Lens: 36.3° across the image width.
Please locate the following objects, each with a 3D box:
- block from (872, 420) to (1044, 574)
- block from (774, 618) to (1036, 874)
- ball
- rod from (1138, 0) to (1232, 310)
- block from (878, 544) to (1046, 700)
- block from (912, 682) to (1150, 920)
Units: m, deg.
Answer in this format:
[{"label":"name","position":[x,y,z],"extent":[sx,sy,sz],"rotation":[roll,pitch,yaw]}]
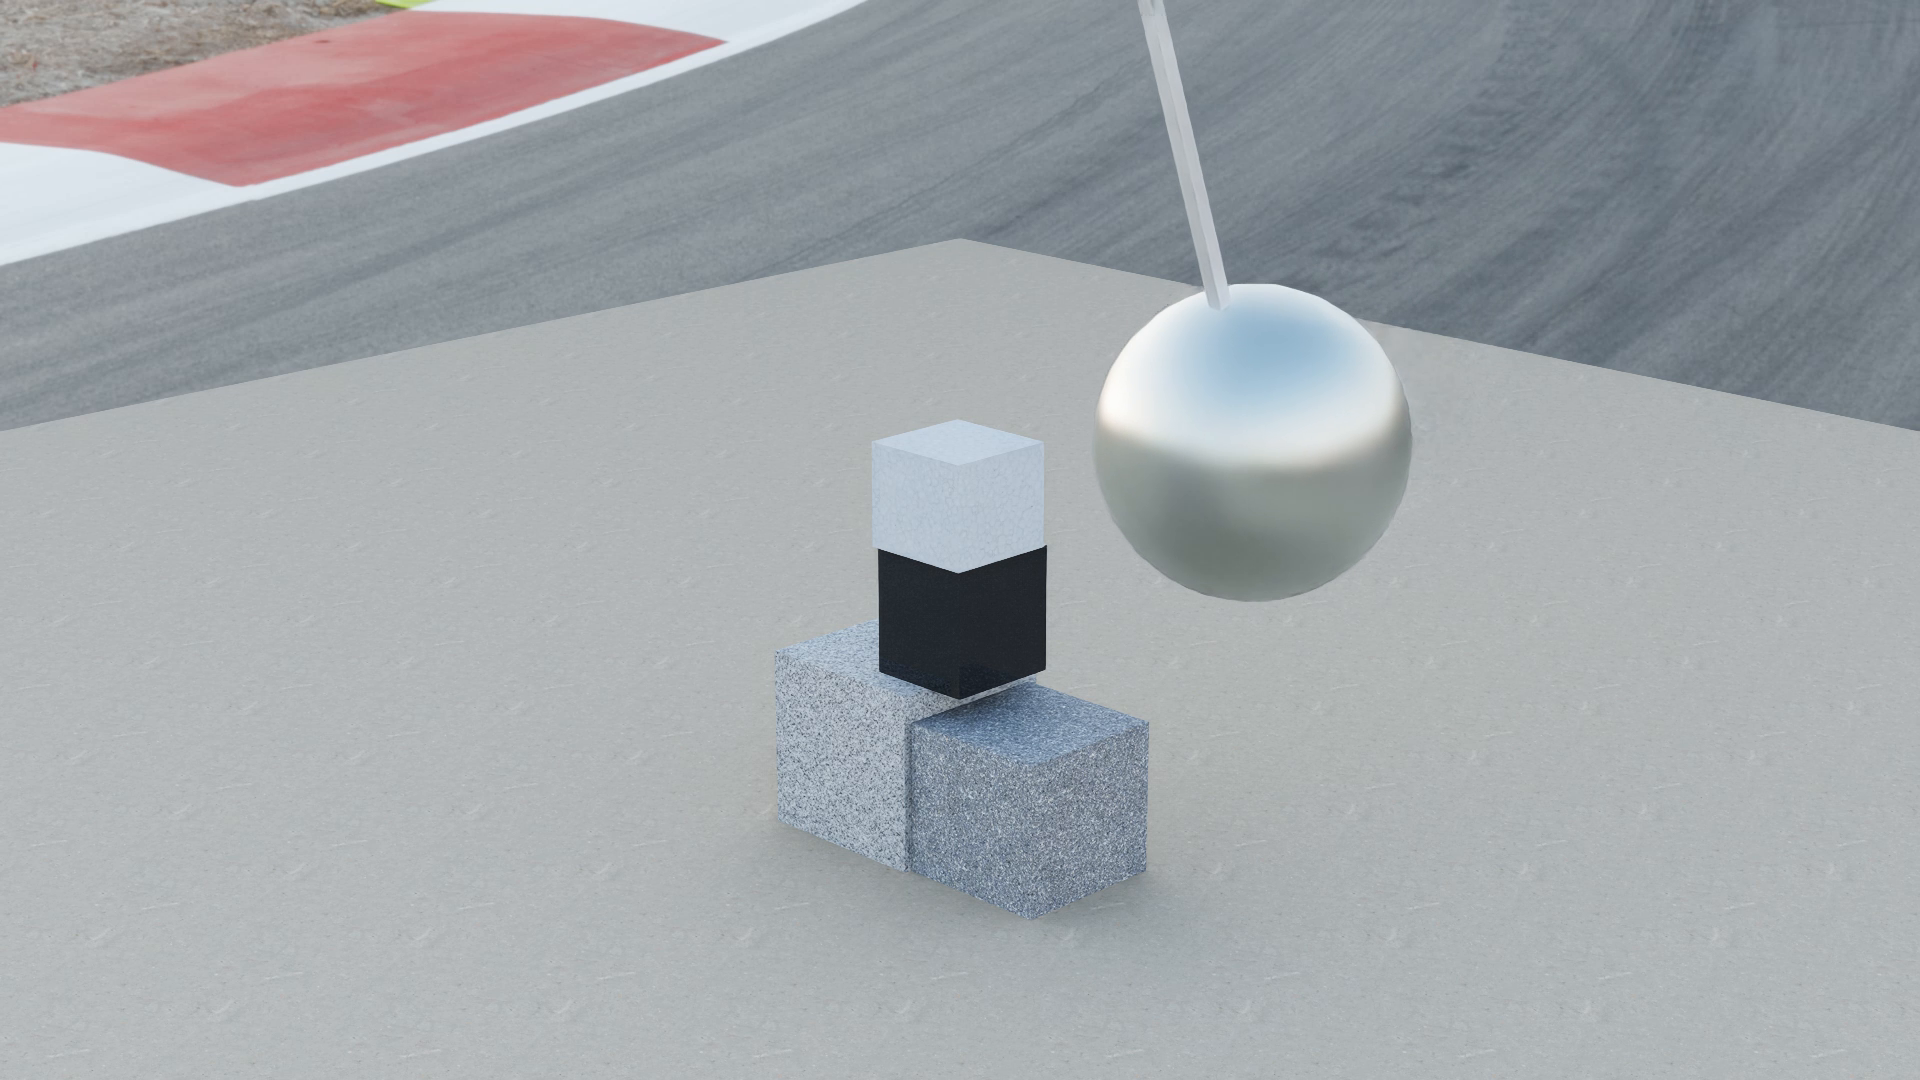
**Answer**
[{"label":"block","position":[-0.009,-0.205,13.268],"extent":[0.546,0.496,0.553],"rotation":[-17,24,-42]},{"label":"block","position":[-0.257,0.934,13.933],"extent":[0.865,0.863,0.878],"rotation":[-17,24,-42]},{"label":"ball","position":[1.467,-0.487,14.726],"extent":[1.600,1.600,1.600],"rotation":[0,17,0]},{"label":"rod","position":[0.636,-3.282,12.977],"extent":[0.080,5.200,0.080],"rotation":[17,44,42]},{"label":"block","position":[0.012,0.315,13.453],"extent":[0.565,0.608,0.524],"rotation":[-17,24,-42]},{"label":"block","position":[0.319,1.175,13.387],"extent":[0.768,0.731,0.754],"rotation":[-17,24,-42]}]
